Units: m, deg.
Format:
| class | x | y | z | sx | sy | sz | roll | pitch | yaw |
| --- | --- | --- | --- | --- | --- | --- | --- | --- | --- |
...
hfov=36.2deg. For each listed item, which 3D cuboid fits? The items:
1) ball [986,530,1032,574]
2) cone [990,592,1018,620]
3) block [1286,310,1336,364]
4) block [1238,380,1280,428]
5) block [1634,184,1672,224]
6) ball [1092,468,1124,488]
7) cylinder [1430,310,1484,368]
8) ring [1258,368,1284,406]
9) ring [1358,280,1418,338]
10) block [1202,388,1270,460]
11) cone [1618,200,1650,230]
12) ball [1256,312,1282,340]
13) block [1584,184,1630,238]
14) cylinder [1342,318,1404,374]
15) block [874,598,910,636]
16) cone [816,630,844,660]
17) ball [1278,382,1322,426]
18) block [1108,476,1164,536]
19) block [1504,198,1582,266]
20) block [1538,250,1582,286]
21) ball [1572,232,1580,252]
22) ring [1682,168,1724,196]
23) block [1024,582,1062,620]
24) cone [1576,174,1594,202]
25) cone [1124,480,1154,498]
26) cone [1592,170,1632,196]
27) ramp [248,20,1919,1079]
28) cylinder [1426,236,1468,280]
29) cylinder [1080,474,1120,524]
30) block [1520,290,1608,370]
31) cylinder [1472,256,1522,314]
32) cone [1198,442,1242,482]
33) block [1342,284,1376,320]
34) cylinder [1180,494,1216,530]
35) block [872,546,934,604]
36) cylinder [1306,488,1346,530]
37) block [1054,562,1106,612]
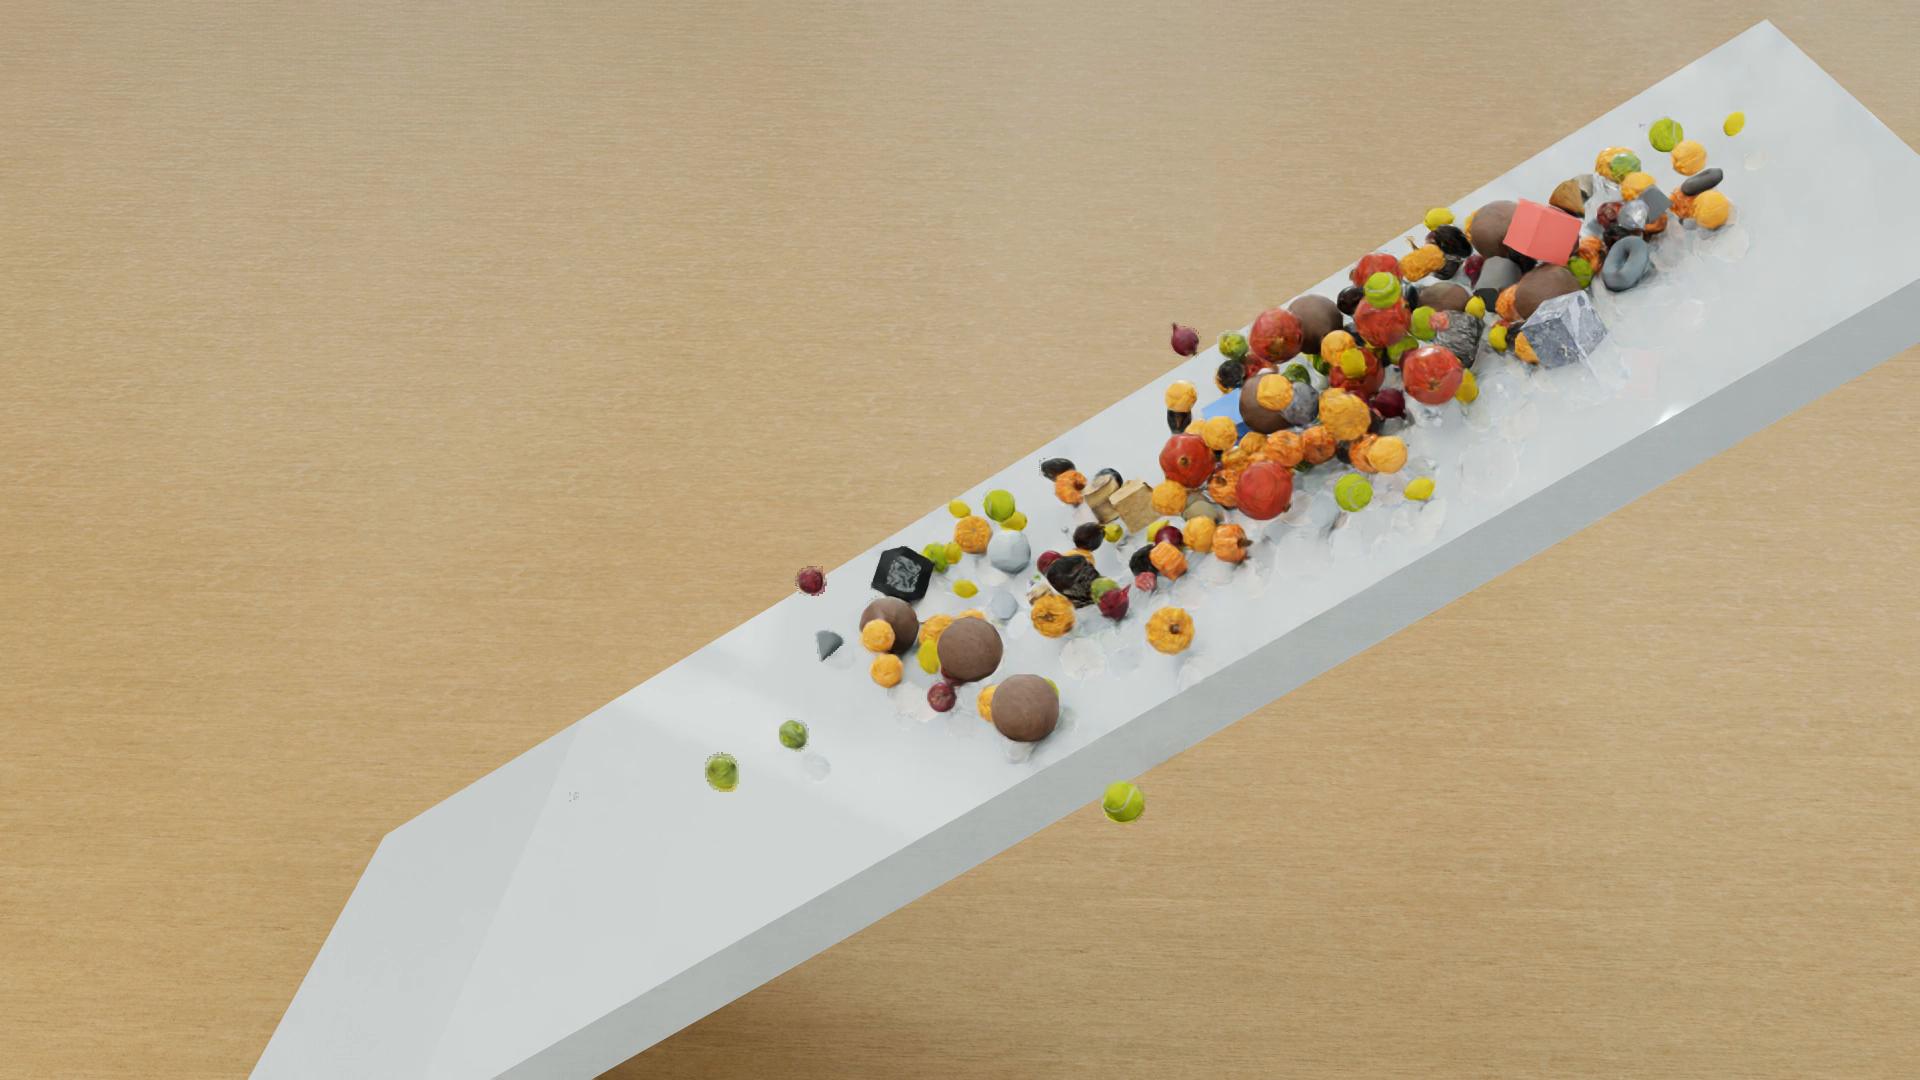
| class | x | y | z | sx | sy | sz | roll | pitch | yaw |
| --- | --- | --- | --- | --- | --- | --- | --- | --- | --- |
| ball | 0.108 | 0.025 | 6.429 | 0.098 | 0.098 | 0.098 | 0 | 20 | 0 |
| cone | 0.086 | 0.151 | 6.219 | 0.062 | 0.062 | 0.062 | -6 | -23 | -15 |
| block | 0.772 | -0.448 | 6.481 | 0.077 | 0.077 | 0.077 | 37 | 13 | -3 |
| block | 0.629 | -0.288 | 6.335 | 0.083 | 0.083 | 0.083 | -41 | 16 | -25 |
| block | 1.348 | -0.655 | 5.739 | 0.054 | 0.054 | 0.054 | -43 | 0 | 2 |
| ball | 0.326 | -0.125 | 6.492 | 0.068 | 0.068 | 0.068 | 0 | 20 | 0 |
| cylinder | 0.984 | -0.398 | 5.823 | 0.088 | 0.088 | 0.088 | 17 | -8 | 2 |
| ring | 0.662 | -0.325 | 6.235 | 0.030 | 0.089 | 0.089 | -30 | 11 | 20 |
| ring | 0.873 | -0.473 | 6.010 | 0.139 | 0.046 | 0.139 | -31 | 33 | 23 |
| block | 0.580 | -0.242 | 6.202 | 0.092 | 0.092 | 0.092 | -30 | 44 | 11 |
| cone | 1.305 | -0.611 | 5.653 | 0.064 | 0.064 | 0.064 | -3 | 33 | -7 |
| ball | 0.719 | -0.498 | 6.840 | 0.061 | 0.061 | 0.061 | 0 | 20 | 0 |
| block | 1.318 | -0.668 | 5.987 | 0.066 | 0.066 | 0.066 | 20 | 50 | -18 |
| cylinder | 0.872 | -0.420 | 6.206 | 0.097 | 0.097 | 0.097 | -32 | 15 | 10 |
| block | -0.152 | 0.173 | 6.603 | 0.052 | 0.052 | 0.052 | -27 | 17 | 25 |
| cone | -0.306 | 0.251 | 6.716 | 0.064 | 0.064 | 0.064 | 7 | 57 | 19 |
| ball | 0.683 | -0.274 | 5.918 | 0.087 | 0.087 | 0.087 | 0 | 20 | 0 |
| block | 0.372 | -0.072 | 6.211 | 0.079 | 0.079 | 0.079 | -33 | 15 | 4 |
| block | 1.137 | -0.600 | 5.739 | 0.094 | 0.094 | 0.094 | 12 | 17 | -23 |
| block | 1.222 | -0.561 | 5.986 | 0.054 | 0.054 | 0.054 | -32 | 12 | 44 |
| ball | 1.241 | -0.624 | 6.088 | 0.084 | 0.084 | 0.084 | 0 | 20 | 0 |
| ring | 1.454 | -0.701 | 5.761 | 0.087 | 0.029 | 0.087 | -27 | 9 | 5 |
| block | 0.172 | 0.126 | 6.070 | 0.051 | 0.051 | 0.051 | -34 | 15 | 1 |
| cone | 1.341 | -0.735 | 6.293 | 0.071 | 0.071 | 0.071 | -1 | 36 | -2 |
| cone | 0.386 | -0.107 | 6.298 | 0.076 | 0.076 | 0.076 | 5 | 23 | 13 |
| cone | 1.357 | -0.744 | 6.202 | 0.088 | 0.088 | 0.088 | -32 | 11 | 7 |
| ramp | 0.140 | 0.170 | 6.294 | 4.000 | 0.100 | 2.000 | -30 | 15 | 14 |
| cylinder | 1.053 | -0.611 | 6.365 | 0.070 | 0.070 | 0.070 | 8 | 58 | -13 |
| cylinder | 0.316 | -0.088 | 6.379 | 0.079 | 0.079 | 0.079 | -32 | 15 | 10 |
| block | 1.143 | -0.397 | 5.562 | 0.098 | 0.098 | 0.098 | -16 | 24 | 50 |
| cylinder | 1.088 | -0.516 | 5.955 | 0.081 | 0.081 | 0.081 | 9 | 58 | 24 |
| cone | 0.556 | -0.160 | 6.156 | 0.082 | 0.082 | 0.082 | 7 | 21 | 33 |
| block | 0.901 | -0.525 | 6.548 | 0.058 | 0.058 | 0.058 | -41 | 16 | -24 |
| cylinder | 0.483 | -0.056 | 5.958 | 0.063 | 0.063 | 0.063 | -2 | 15 | -5 |
| block | -0.130 | 0.080 | 6.712 | 0.090 | 0.090 | 0.090 | 30 | -26 | -29 |
| cylinder | 0.685 | -0.058 | 5.514 | 0.055 | 0.055 | 0.055 | 28 | 15 | -8 |
| block | 0.246 | 0.095 | 5.987 | 0.064 | 0.064 | 0.064 | -20 | 20 | 42 |
